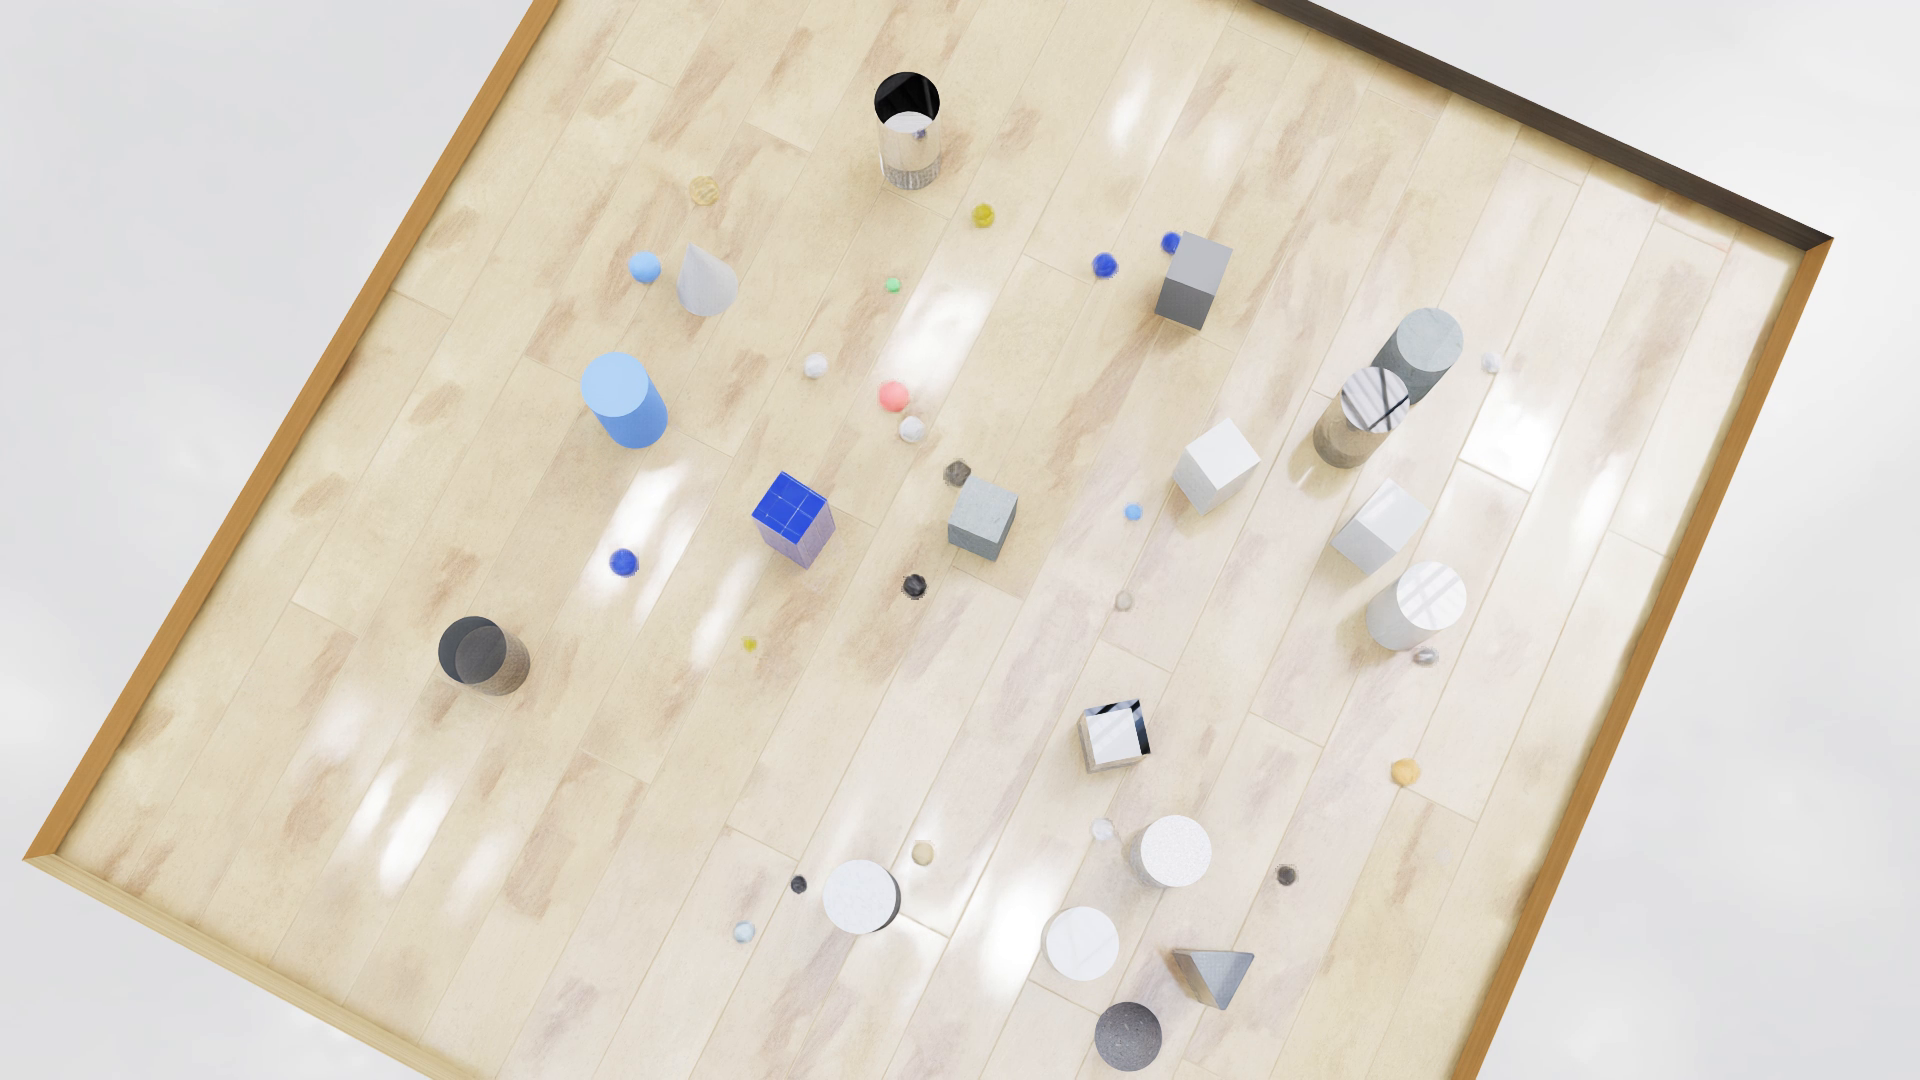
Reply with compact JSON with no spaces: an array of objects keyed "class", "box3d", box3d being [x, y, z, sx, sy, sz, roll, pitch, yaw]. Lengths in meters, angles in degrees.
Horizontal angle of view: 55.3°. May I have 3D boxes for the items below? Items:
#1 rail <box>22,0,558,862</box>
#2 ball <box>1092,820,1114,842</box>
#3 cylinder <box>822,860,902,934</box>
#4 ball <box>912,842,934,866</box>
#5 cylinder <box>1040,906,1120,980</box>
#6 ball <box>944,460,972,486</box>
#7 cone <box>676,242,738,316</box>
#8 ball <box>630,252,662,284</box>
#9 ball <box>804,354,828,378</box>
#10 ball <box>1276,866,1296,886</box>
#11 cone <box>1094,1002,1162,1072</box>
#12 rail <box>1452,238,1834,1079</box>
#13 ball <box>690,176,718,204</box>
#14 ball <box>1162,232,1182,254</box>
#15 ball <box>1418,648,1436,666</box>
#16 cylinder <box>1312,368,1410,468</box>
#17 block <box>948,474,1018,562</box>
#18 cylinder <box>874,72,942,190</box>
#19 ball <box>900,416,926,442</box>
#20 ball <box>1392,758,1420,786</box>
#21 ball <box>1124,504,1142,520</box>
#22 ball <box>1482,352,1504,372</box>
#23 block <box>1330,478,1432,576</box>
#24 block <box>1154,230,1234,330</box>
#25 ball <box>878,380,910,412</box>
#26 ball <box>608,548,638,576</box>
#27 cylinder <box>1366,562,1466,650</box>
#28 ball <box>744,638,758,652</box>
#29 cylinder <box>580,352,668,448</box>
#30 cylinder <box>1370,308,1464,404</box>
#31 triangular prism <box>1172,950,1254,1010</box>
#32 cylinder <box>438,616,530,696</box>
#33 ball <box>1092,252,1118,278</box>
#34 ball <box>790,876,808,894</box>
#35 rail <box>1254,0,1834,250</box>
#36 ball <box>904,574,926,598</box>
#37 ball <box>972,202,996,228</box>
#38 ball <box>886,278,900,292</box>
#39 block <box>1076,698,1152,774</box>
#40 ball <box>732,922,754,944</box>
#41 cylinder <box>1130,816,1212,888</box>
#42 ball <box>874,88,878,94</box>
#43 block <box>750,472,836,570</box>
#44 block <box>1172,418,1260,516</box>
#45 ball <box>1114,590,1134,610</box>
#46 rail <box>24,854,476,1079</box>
[{"class":"rail","box3d":[-1.768,-0.859,5.728,0.045,0.128,4.128,26,80,5]},{"class":"ball","box3d":[0.421,0.857,5.407,0.063,0.063,0.063,0,78,0]},{"class":"cylinder","box3d":[-0.271,1.008,5.168,0.197,0.469,0.197,0,78,0]},{"class":"ball","box3d":[-0.109,0.923,5.390,0.070,0.070,0.070,0,78,0]},{"class":"cylinder","box3d":[0.333,1.136,5.170,0.197,0.414,0.197,0,78,0]},{"class":"ball","box3d":[-0.006,-0.203,5.618,0.080,0.080,0.080,0,78,0]},{"class":"cone","box3d":[-0.798,-0.839,5.587,0.197,0.398,0.197,0,78,0]},{"class":"ball","box3d":[-0.986,-0.854,5.743,0.098,0.098,0.098,0,78,0]},{"class":"ball","box3d":[-0.448,-0.540,5.690,0.075,0.075,0.075,0,78,0]},{"class":"ball","box3d":[0.959,0.986,5.382,0.060,0.060,0.060,0,78,0]},{"class":"cone","box3d":[0.489,1.403,5.136,0.197,0.373,0.197,0,78,0]},{"class":"rail","box3d":[1.768,0.873,5.370,0.045,0.128,4.128,26,80,5]},{"class":"ball","box3d":[-0.811,-1.108,5.799,0.092,0.092,0.092,0,78,0]},{"class":"ball","box3d":[0.670,-0.934,5.774,0.071,0.071,0.071,0,78,0]},{"class":"ball","box3d":[1.404,0.352,5.507,0.055,0.055,0.055,0,78,0]},{"class":"cylinder","box3d":[1.192,-0.359,5.472,0.197,0.429,0.197,0,78,0]},{"class":"block","box3d":[0.067,-0.062,5.482,0.157,0.289,0.157,23,79,5]},{"class":"cylinder","box3d":[-0.157,-1.256,5.654,0.197,0.436,0.197,0,78,0]},{"class":"ball","box3d":[-0.148,-0.341,5.646,0.080,0.080,0.080,0,78,0]},{"class":"ball","box3d":[1.324,0.686,5.434,0.080,0.080,0.080,0,78,0]},{"class":"ball","box3d":[0.530,-0.085,5.608,0.052,0.052,0.052,0,78,0]},{"class":"ball","box3d":[1.656,-0.554,5.699,0.063,0.063,0.063,0,78,0]},{"class":"block","box3d":[1.243,-0.035,5.437,0.157,0.365,0.157,40,81,8]},{"class":"block","box3d":[0.712,-0.790,5.611,0.157,0.332,0.157,22,79,4]},{"class":"ball","box3d":[-0.204,-0.443,5.658,0.098,0.098,0.098,0,78,0]},{"class":"ball","box3d":[-1.022,0.068,5.559,0.086,0.086,0.086,0,78,0]},{"class":"cylinder","box3d":[1.331,0.198,5.369,0.197,0.405,0.197,0,78,0]},{"class":"ball","box3d":[-0.633,0.316,5.529,0.044,0.044,0.044,0,78,0]},{"class":"cylinder","box3d":[-1.006,-0.416,5.515,0.197,0.367,0.197,0,78,0]},{"class":"cylinder","box3d":[1.376,-0.549,5.541,0.197,0.370,0.197,0,78,0]},{"class":"triangular prism","box3d":[0.683,1.193,5.135,0.148,0.460,0.170,31,80,6]},{"class":"cylinder","box3d":[-1.397,0.345,5.393,0.197,0.297,0.197,0,78,0]},{"class":"ball","box3d":[0.454,-0.865,5.755,0.079,0.079,0.079,0,78,0]},{"class":"ball","box3d":[-0.473,1.012,5.381,0.050,0.050,0.050,0,78,0]},{"class":"rail","box3d":[0.912,-1.780,5.919,4.001,0.128,0.045,26,80,5]},{"class":"ball","box3d":[-0.136,0.139,5.552,0.069,0.069,0.069,0,78,0]},{"class":"ball","box3d":[0.074,-1.027,5.791,0.075,0.075,0.075,0,78,0]},{"class":"ball","box3d":[-0.211,-0.802,5.759,0.047,0.047,0.047,0,78,0]},{"class":"block","box3d":[0.442,0.573,5.315,0.157,0.359,0.157,-11,79,-2]},{"class":"ball","box3d":[-0.631,1.146,5.347,0.063,0.063,0.063,0,78,0]},{"class":"cylinder","box3d":[0.602,0.899,5.262,0.197,0.329,0.197,0,78,0]},{"class":"ball","box3d":[-0.236,-1.421,5.871,0.077,0.077,0.077,0,78,0]},{"class":"block","box3d":[-0.488,-0.053,5.428,0.157,0.391,0.157,33,80,6]},{"class":"block","box3d":[0.762,-0.215,5.480,0.157,0.355,0.157,-34,80,-7]},{"class":"ball","box3d":[0.497,0.184,5.548,0.060,0.060,0.060,0,78,0]},{"class":"rail","box3d":[-0.912,1.794,5.179,4.001,0.128,0.045,26,80,5]}]
